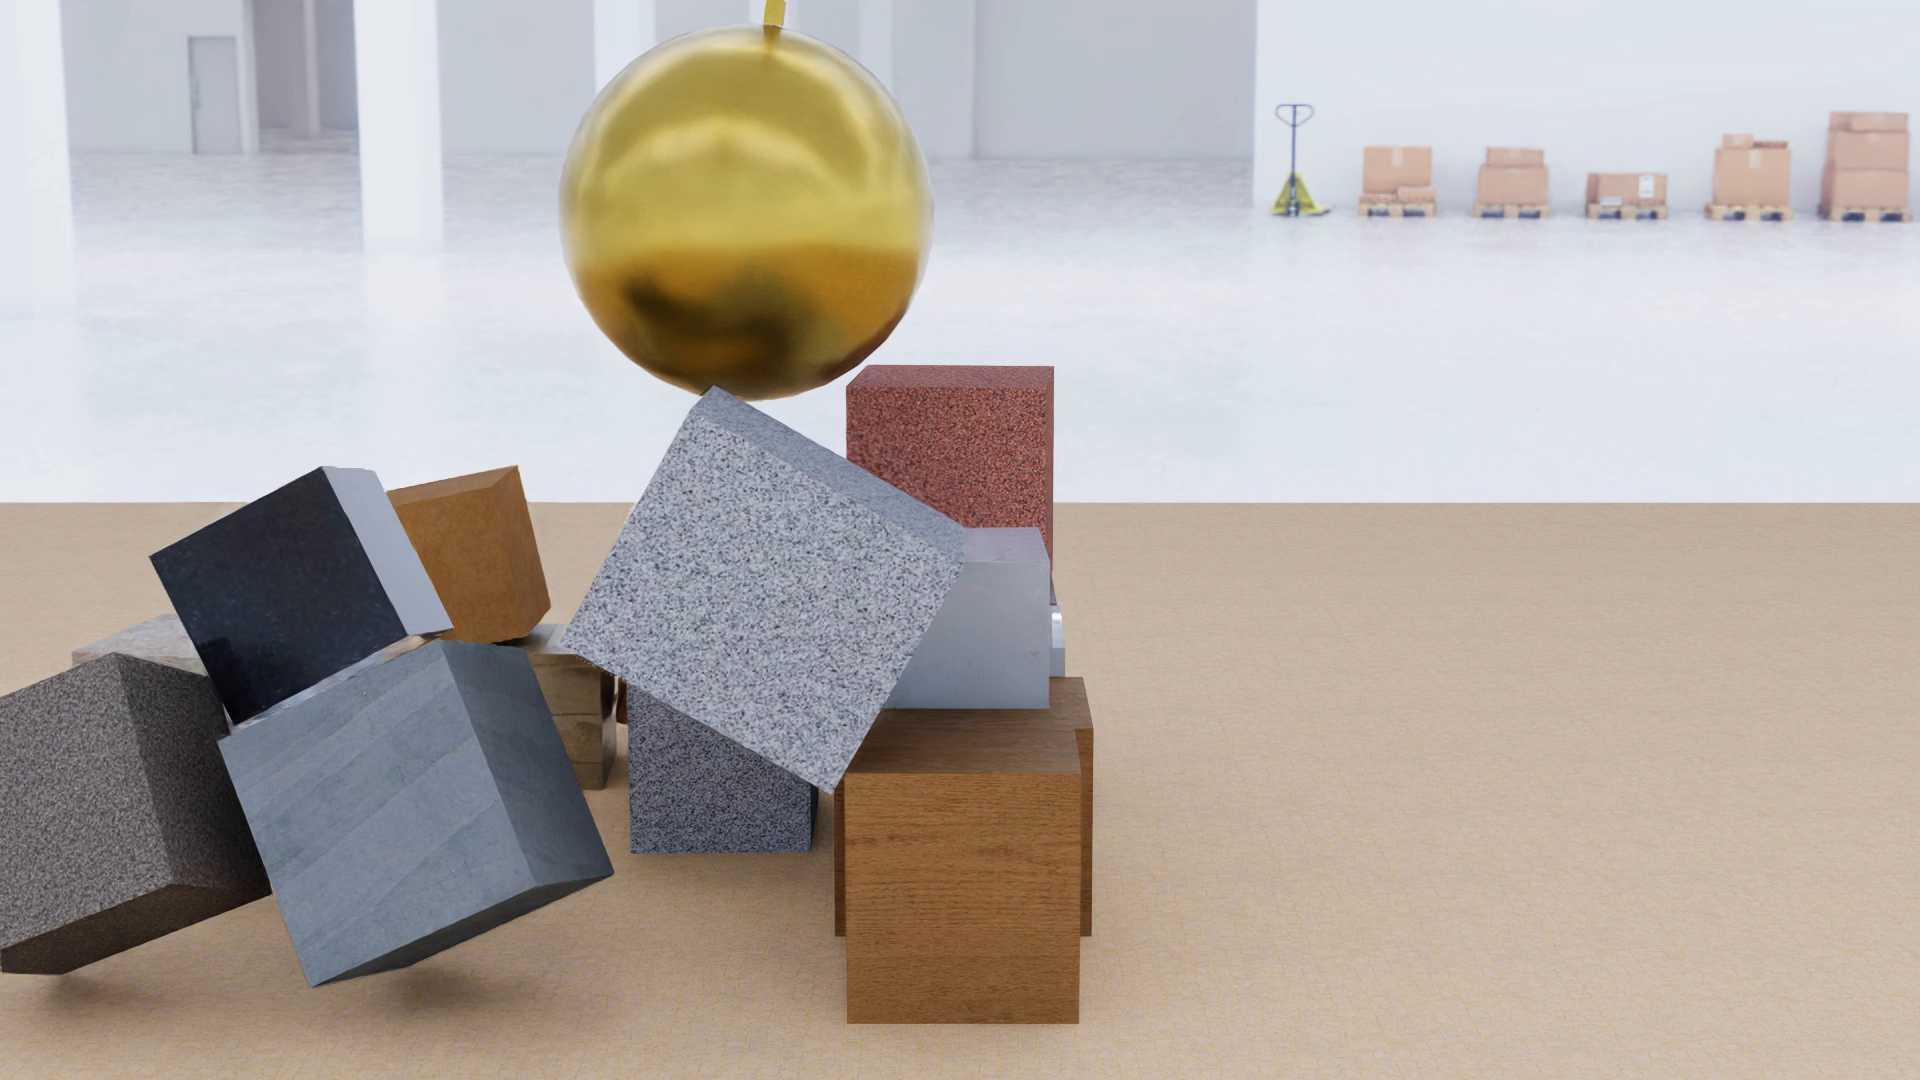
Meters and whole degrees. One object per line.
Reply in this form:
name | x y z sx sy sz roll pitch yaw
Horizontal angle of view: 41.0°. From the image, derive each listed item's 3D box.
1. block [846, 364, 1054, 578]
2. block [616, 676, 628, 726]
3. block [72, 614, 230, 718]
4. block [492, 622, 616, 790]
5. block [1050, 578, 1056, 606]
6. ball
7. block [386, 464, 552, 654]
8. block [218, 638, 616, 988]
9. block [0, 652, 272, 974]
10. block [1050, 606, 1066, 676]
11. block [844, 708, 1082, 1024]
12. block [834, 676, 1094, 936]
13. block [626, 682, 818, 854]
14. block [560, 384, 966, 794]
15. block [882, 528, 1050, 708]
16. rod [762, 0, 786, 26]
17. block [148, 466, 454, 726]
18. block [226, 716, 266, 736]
block | -0.032 -0.288 12.567 0.943 1.037 0.938 1 10 4
block | -1.359 0.593 13.525 0.725 0.673 0.805 16 18 -12
block | -3.513 0.898 12.093 0.931 0.906 0.845 2 10 11
block | -2.150 0.838 13.012 0.732 0.695 0.727 0 10 -2
block | 0.000 0.721 12.762 0.925 1.016 0.901 0 10 0
ball | -0.907 -1.388 10.928 1.600 1.600 1.600 0 10 0
block | -2.590 0.120 12.930 0.792 0.762 0.670 -11 11 4
block | -2.050 1.029 9.787 0.935 0.973 0.904 -25 -8 8
block | -3.337 1.064 9.806 0.942 0.903 0.762 -21 -14 8
block | -0.024 0.889 11.855 0.988 1.010 0.929 0 10 1
block | 0.015 1.247 9.999 0.870 0.968 0.981 0 10 0
block | 0.014 1.119 10.947 1.058 0.882 0.912 0 10 0
block | -1.099 0.928 12.090 0.821 0.849 0.931 0 10 -1
block | -0.725 0.160 9.812 1.139 0.988 0.984 30 7 -5
block | -0.007 0.355 10.771 0.717 0.684 0.809 0 10 -1
rod | -0.393 -4.695 10.327 0.080 5.200 0.080 9 10 -2
block | -2.667 0.218 10.474 0.778 0.751 0.753 -27 -1 3
block | -2.785 1.106 11.534 0.697 0.697 0.727 5 12 27
